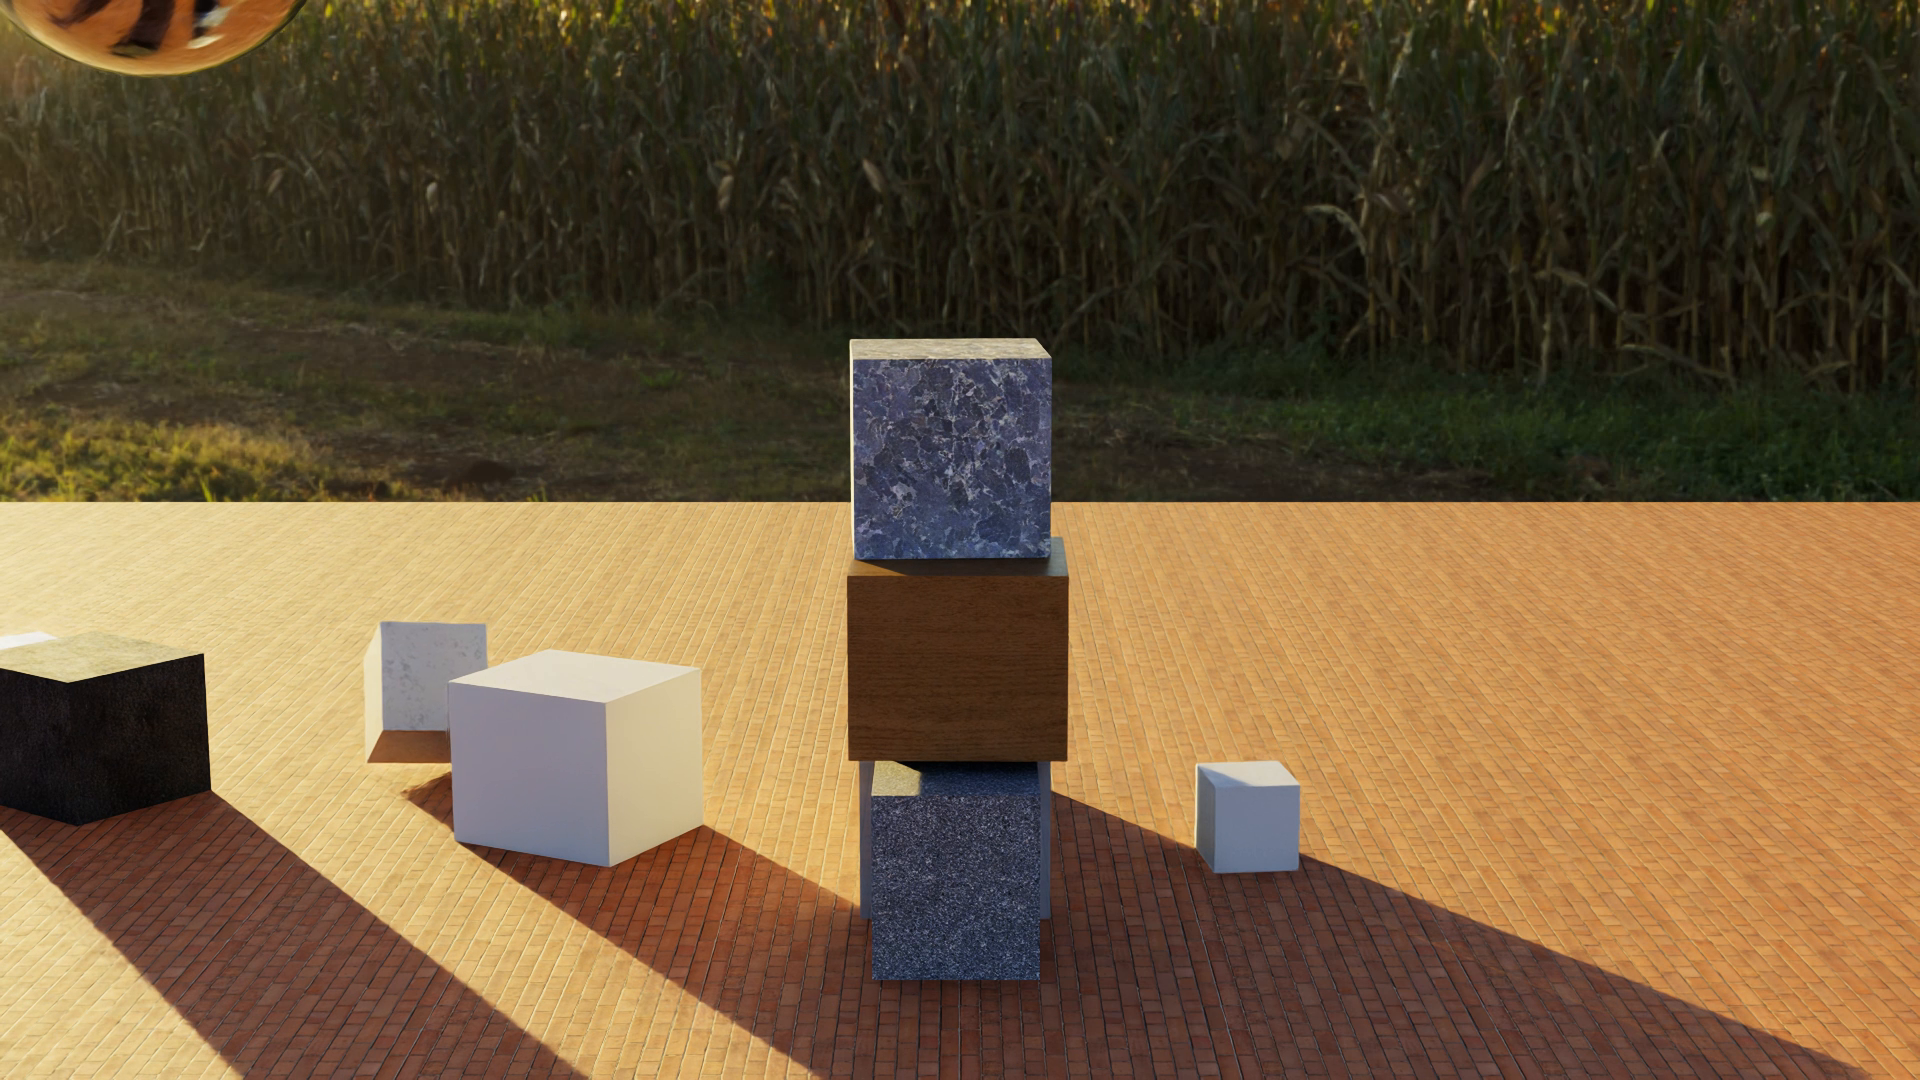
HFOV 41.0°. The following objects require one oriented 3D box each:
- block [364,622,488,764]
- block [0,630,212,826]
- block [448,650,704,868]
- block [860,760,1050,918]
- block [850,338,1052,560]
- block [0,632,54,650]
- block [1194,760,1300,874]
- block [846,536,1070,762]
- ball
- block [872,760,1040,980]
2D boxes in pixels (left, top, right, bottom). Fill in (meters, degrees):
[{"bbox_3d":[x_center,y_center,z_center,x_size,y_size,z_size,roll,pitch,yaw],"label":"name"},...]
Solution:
[{"bbox_3d":[-2.707,0.779,13.004,0.528,0.569,0.535,2,-23,-21],"label":"block"},{"bbox_3d":[-4.298,0.909,12.621,0.871,0.697,0.775,7,13,35],"label":"block"},{"bbox_3d":[-1.780,0.998,11.958,0.878,0.759,0.760,5,12,27],"label":"block"},{"bbox_3d":[-0.021,1.131,11.070,0.798,0.813,0.707,0,10,0],"label":"block"},{"bbox_3d":[-0.052,-0.396,10.733,0.800,0.813,0.787,-1,10,-3],"label":"block"},{"bbox_3d":[-4.974,0.821,13.573,0.506,0.522,0.600,-9,13,-42],"label":"block"},{"bbox_3d":[1.295,1.249,11.592,0.384,0.396,0.408,-1,10,-7],"label":"block"},{"bbox_3d":[-0.003,0.431,10.551,0.871,0.750,0.877,0,10,1],"label":"block"},{"bbox_3d":[-3.398,-2.737,10.683,1.600,1.600,1.600,0,10,0],"label":"ball"},{"bbox_3d":[-0.016,1.293,10.361,0.657,0.749,0.727,0,10,0],"label":"block"}]
